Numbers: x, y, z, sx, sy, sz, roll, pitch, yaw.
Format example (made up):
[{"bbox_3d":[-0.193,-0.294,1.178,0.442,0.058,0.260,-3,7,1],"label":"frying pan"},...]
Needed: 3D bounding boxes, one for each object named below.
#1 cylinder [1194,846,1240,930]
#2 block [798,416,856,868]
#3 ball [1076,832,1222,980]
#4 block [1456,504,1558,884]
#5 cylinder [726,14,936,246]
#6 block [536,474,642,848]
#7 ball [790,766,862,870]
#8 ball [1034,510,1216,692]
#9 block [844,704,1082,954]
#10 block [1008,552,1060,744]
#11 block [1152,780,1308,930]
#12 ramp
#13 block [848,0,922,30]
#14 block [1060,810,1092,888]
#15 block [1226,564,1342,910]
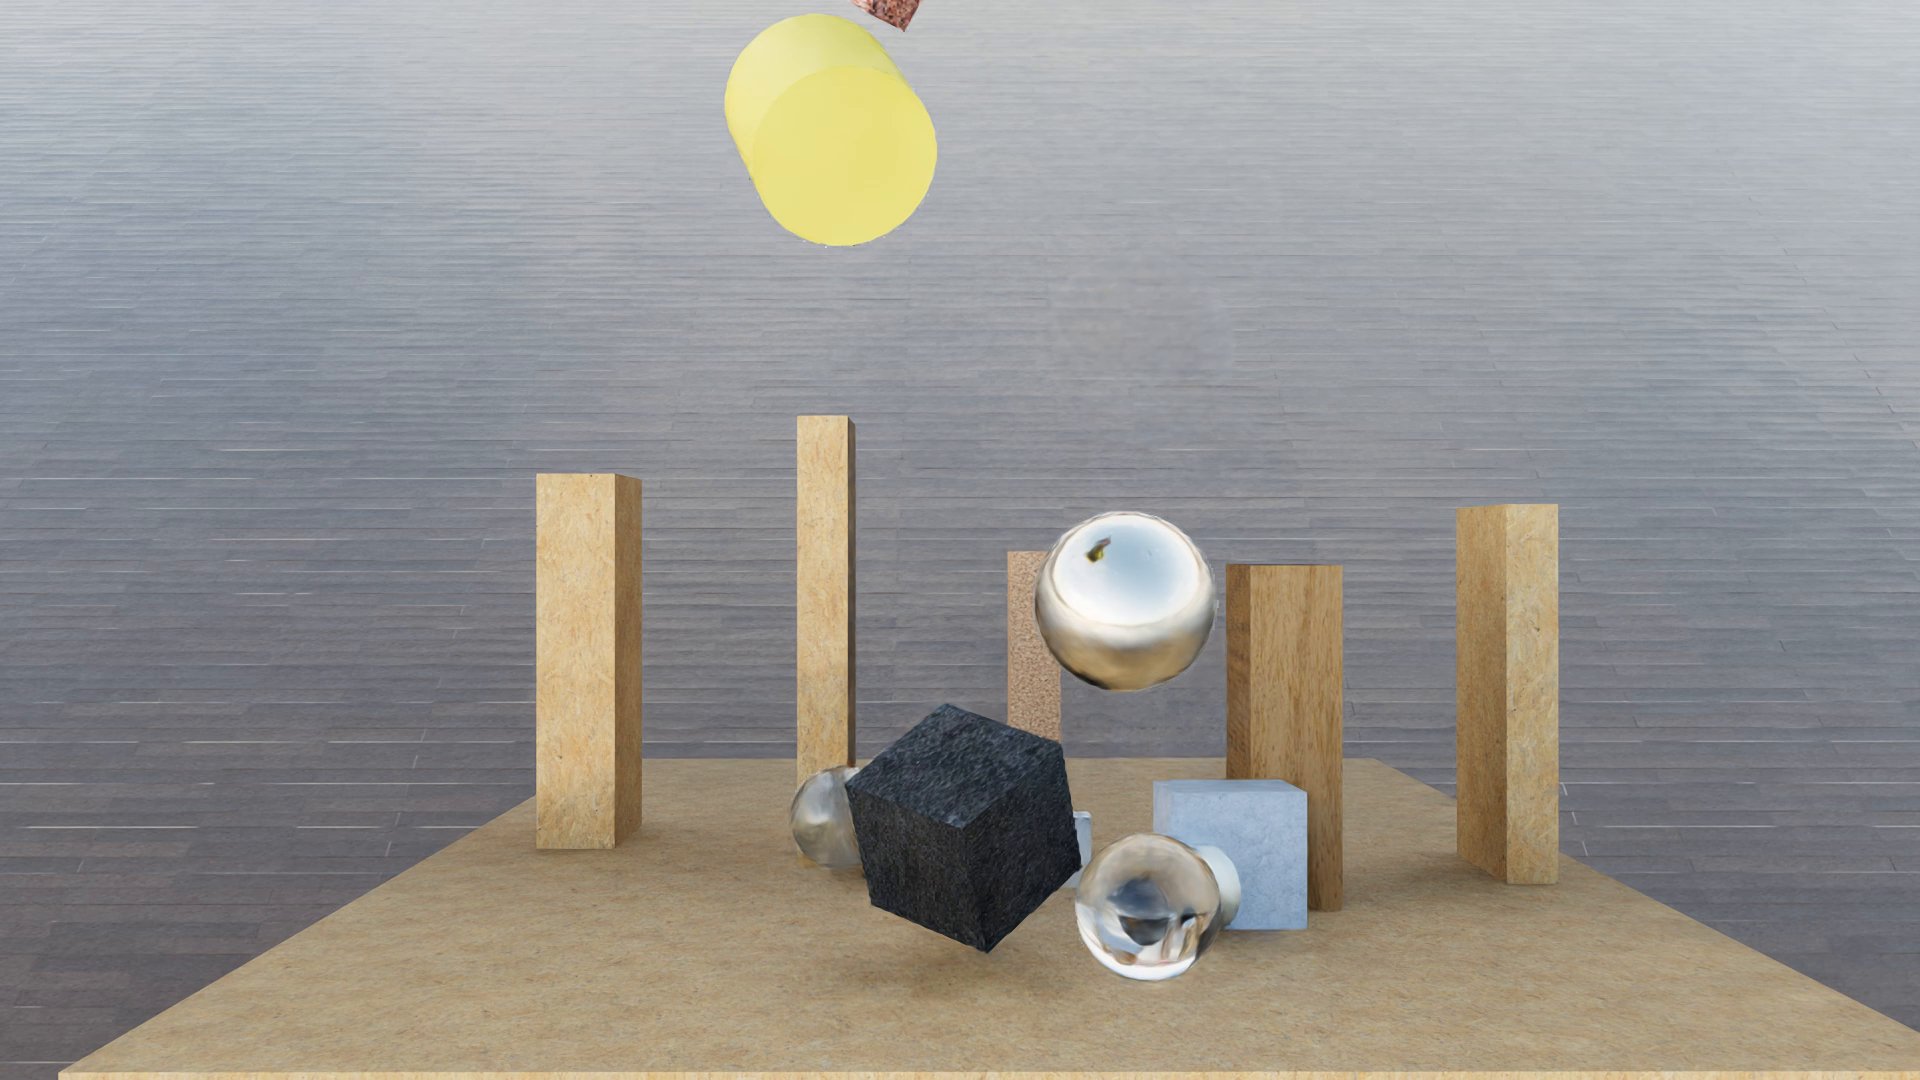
[{"bbox_3d":[0.304,0.489,3.582,0.120,0.120,0.120,-4,27,-38],"label":"cylinder"},{"bbox_3d":[-0.234,0.173,4.570,0.085,0.766,0.344,0,0,0],"label":"block"},{"bbox_3d":[0.236,0.459,3.242,0.184,0.184,0.184,0,31,0],"label":"ball"},{"bbox_3d":[0.923,0.249,4.380,0.083,0.612,0.417,0,0,0],"label":"block"},{"bbox_3d":[-0.140,-0.439,2.757,0.194,0.194,0.194,-7,28,-11],"label":"cylinder"},{"bbox_3d":[-0.693,0.219,4.864,0.141,0.676,0.400,0,0,0],"label":"block"},{"bbox_3d":[-0.197,0.463,4.311,0.172,0.172,0.172,0,31,0],"label":"ball"},{"bbox_3d":[0.189,0.070,2.967,0.208,0.208,0.208,0,31,0],"label":"ball"},{"bbox_3d":[0.007,0.379,3.432,0.204,0.204,0.204,17,40,38],"label":"block"},{"bbox_3d":[0.125,0.287,4.406,0.082,0.536,0.292,0,0,0],"label":"block"},{"bbox_3d":[0.390,0.456,3.769,0.194,0.194,0.194,0,0,-4],"label":"block"},{"bbox_3d":[0.068,0.606,4.672,2.000,0.100,4.000,0,0,0],"label":"ramp"},{"bbox_3d":[-0.106,-0.682,2.889,0.150,0.150,0.150,33,10,11],"label":"block"},{"bbox_3d":[0.155,0.499,4.182,0.112,0.112,0.112,0,0,0],"label":"block"},{"bbox_3d":[0.504,0.296,4.054,0.138,0.515,0.355,0,0,0],"label":"block"}]
